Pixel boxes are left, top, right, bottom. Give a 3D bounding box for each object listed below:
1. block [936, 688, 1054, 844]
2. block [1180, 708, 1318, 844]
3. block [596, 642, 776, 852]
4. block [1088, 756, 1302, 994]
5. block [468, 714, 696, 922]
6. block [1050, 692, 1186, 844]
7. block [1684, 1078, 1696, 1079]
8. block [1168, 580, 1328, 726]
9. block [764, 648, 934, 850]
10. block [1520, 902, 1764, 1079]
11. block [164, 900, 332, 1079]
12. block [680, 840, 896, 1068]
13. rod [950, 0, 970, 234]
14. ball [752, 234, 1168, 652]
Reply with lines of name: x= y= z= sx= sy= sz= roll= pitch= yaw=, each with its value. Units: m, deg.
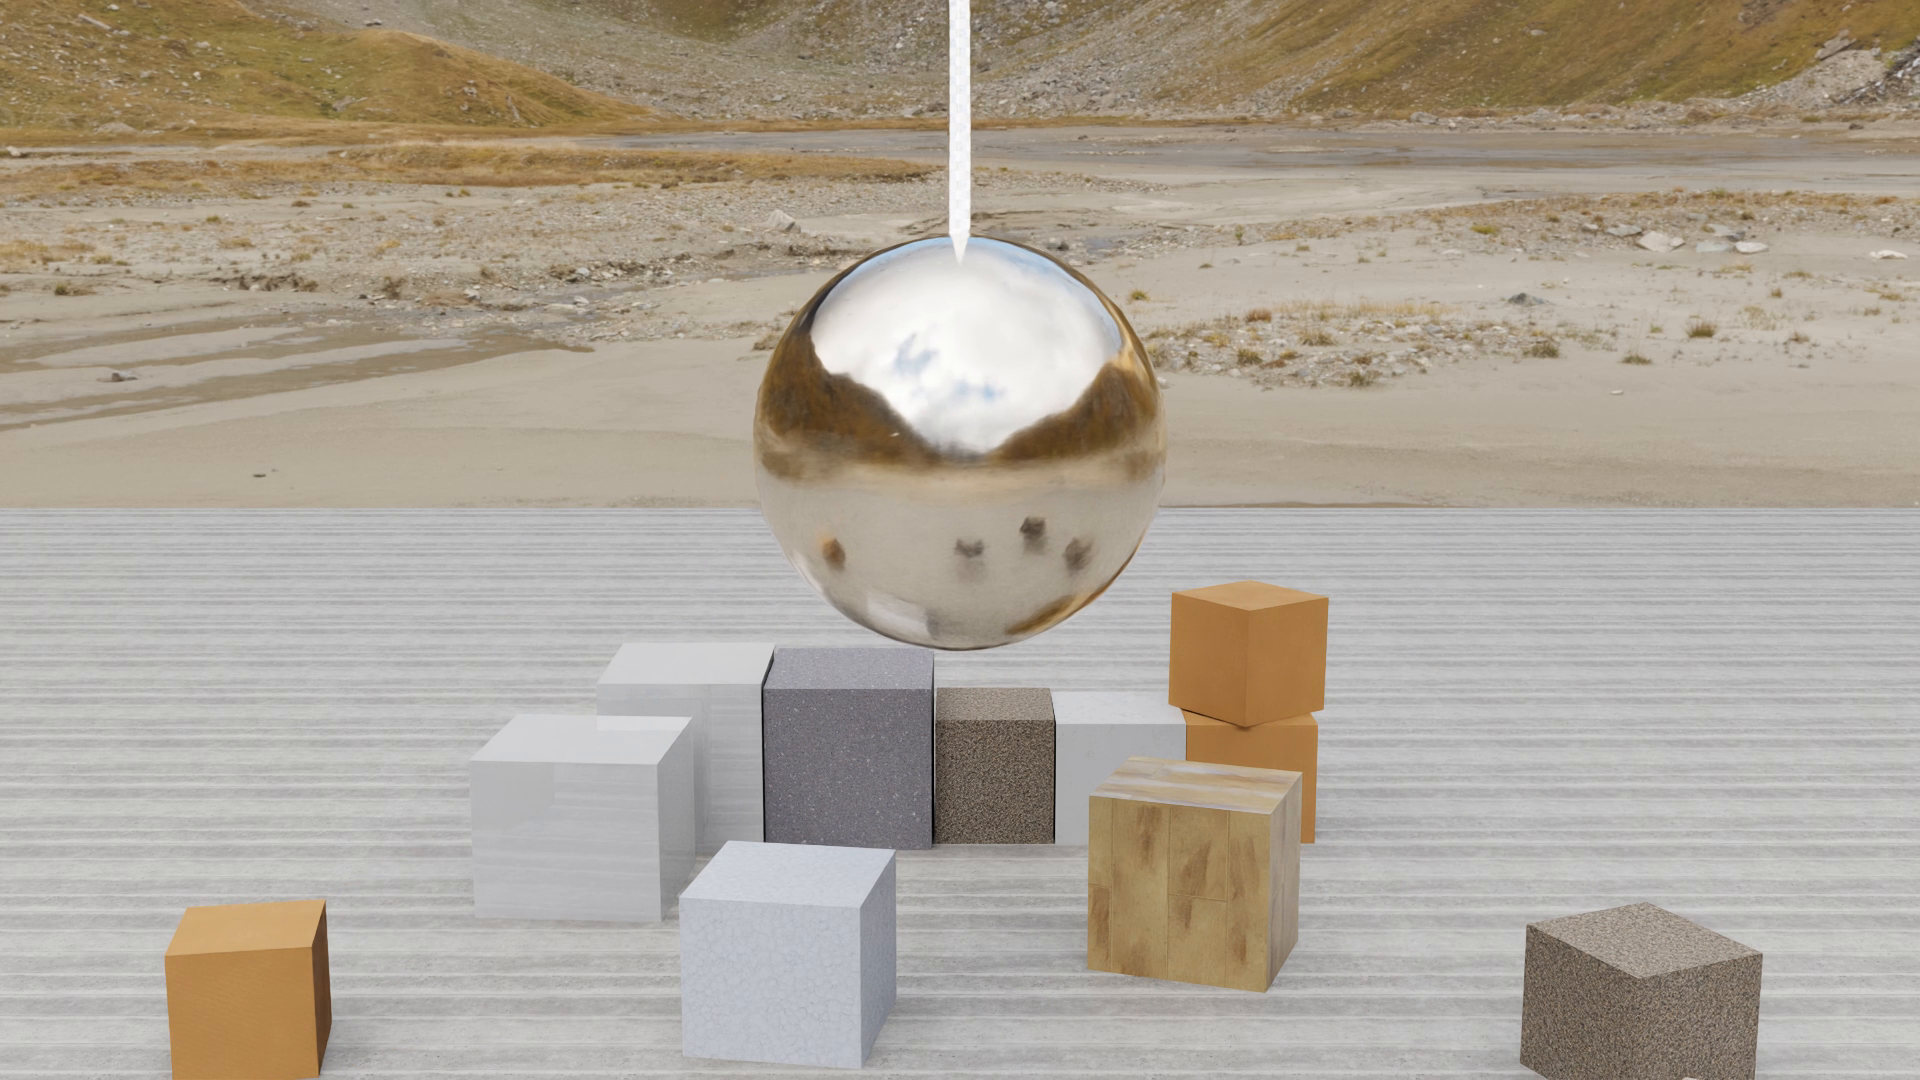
block: x=0.175 y=1.159 z=11.387 sx=0.597 sy=0.646 sz=0.666 roll=0 pitch=10 yaw=0
block: x=1.466 y=1.172 z=11.397 sx=0.657 sy=0.617 sz=0.659 roll=0 pitch=10 yaw=0
block: x=-1.388 y=1.053 z=11.361 sx=0.813 sy=0.863 sz=0.900 roll=0 pitch=10 yaw=0
block: x=1.024 y=1.430 z=9.536 sx=0.777 sy=0.775 sz=0.655 roll=4 pitch=11 yaw=20
block: x=-1.759 y=1.294 z=10.368 sx=0.861 sy=0.744 sz=0.822 roll=1 pitch=10 yaw=4
block: x=0.807 y=1.169 z=11.387 sx=0.651 sy=0.625 sz=0.655 roll=0 pitch=10 yaw=0
block: x=2.299 y=2.054 z=6.247 sx=0.691 sy=0.723 sz=0.629 roll=7 pitch=12 yaw=33
block: x=1.479 y=0.571 z=11.299 sx=0.578 sy=0.591 sz=0.550 roll=-7 pitch=13 yaw=-38
block: x=-0.556 y=1.066 z=11.383 sx=0.830 sy=0.831 sz=0.887 roll=0 pitch=10 yaw=0
block: x=2.553 y=1.767 z=8.274 sx=0.588 sy=0.564 sz=0.612 roll=-5 pitch=11 yaw=-24
block: x=-2.741 y=1.744 z=8.509 sx=0.527 sy=0.523 sz=0.534 roll=-2 pitch=10 yaw=-10
block: x=-0.669 y=1.635 z=8.763 sx=0.708 sy=0.647 sz=0.703 roll=2 pitch=10 yaw=9
rod: x=0.000 y=-3.652 z=9.373 sx=0.080 sy=5.200 sz=0.080 roll=0 pitch=-15 yaw=0
ball: x=0.000 y=-0.373 z=8.475 sx=1.600 sy=1.600 sz=1.600 roll=0 pitch=10 yaw=0
